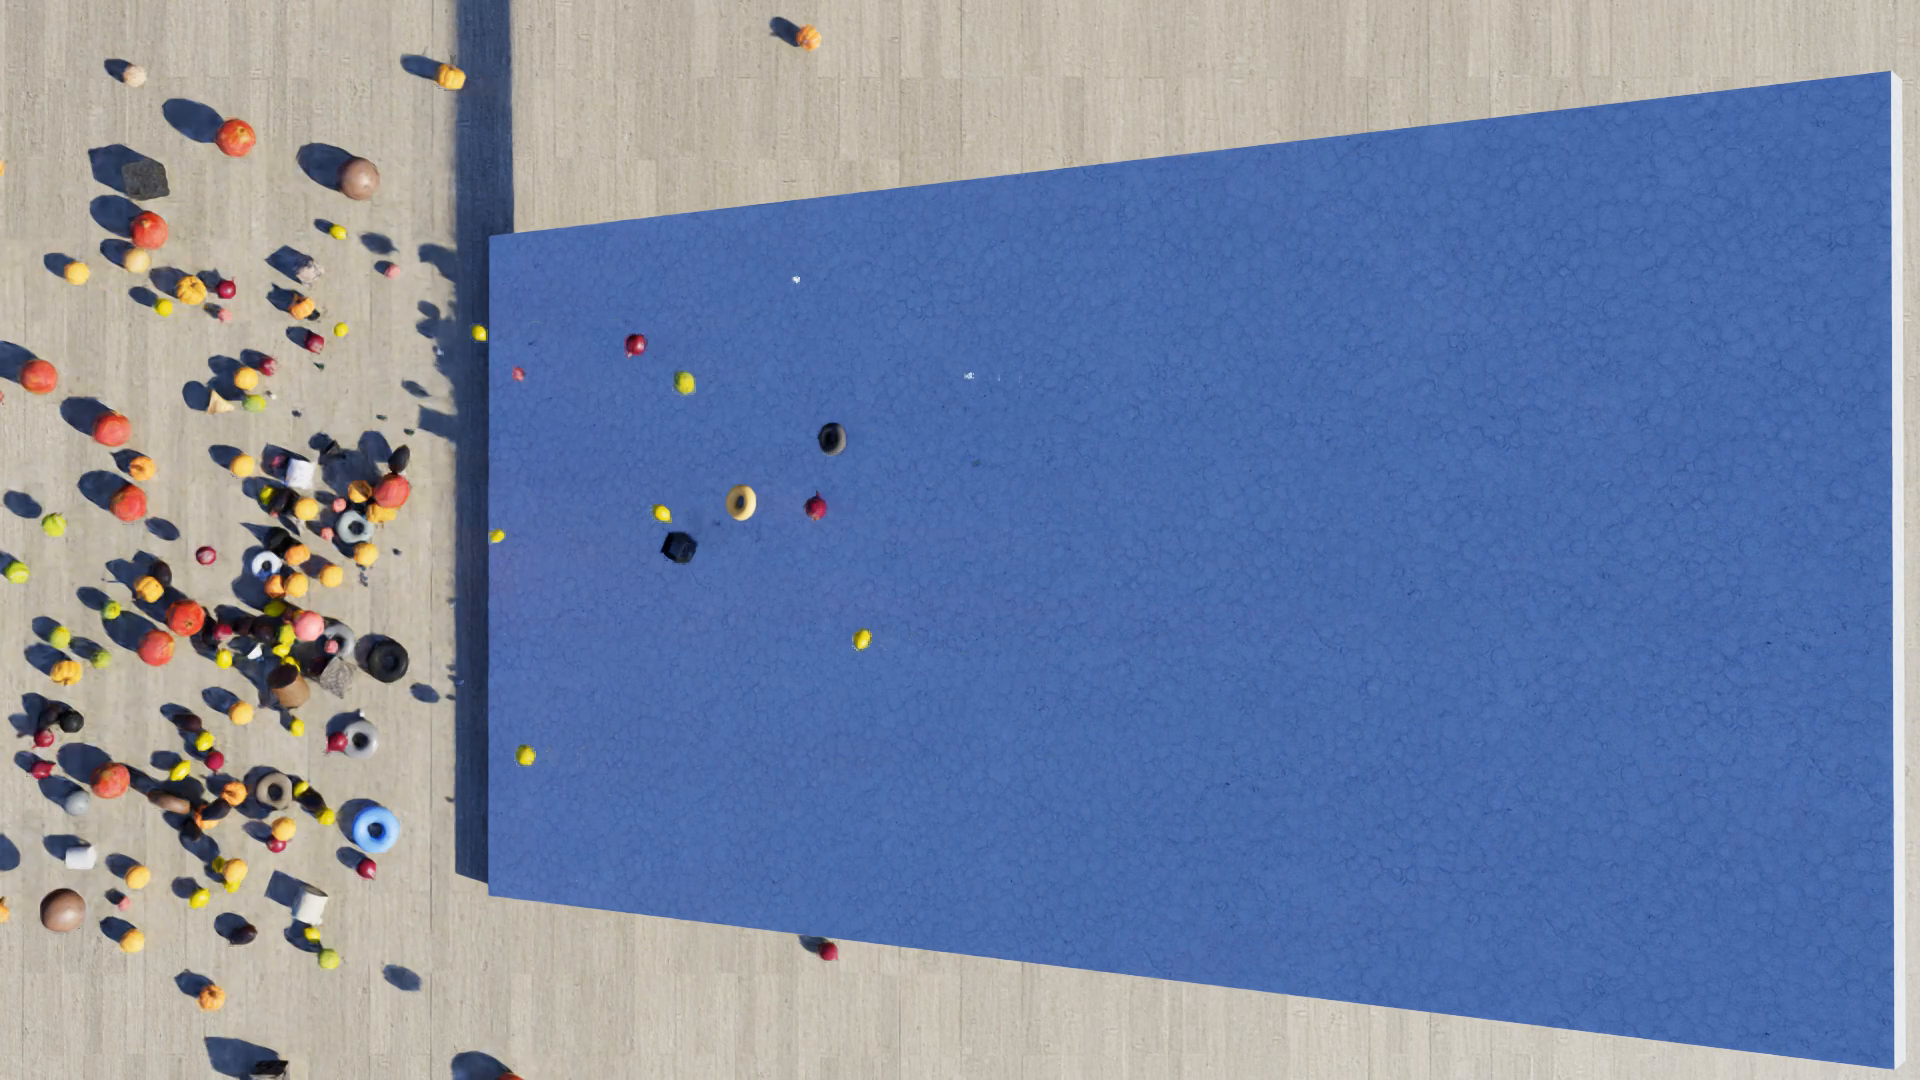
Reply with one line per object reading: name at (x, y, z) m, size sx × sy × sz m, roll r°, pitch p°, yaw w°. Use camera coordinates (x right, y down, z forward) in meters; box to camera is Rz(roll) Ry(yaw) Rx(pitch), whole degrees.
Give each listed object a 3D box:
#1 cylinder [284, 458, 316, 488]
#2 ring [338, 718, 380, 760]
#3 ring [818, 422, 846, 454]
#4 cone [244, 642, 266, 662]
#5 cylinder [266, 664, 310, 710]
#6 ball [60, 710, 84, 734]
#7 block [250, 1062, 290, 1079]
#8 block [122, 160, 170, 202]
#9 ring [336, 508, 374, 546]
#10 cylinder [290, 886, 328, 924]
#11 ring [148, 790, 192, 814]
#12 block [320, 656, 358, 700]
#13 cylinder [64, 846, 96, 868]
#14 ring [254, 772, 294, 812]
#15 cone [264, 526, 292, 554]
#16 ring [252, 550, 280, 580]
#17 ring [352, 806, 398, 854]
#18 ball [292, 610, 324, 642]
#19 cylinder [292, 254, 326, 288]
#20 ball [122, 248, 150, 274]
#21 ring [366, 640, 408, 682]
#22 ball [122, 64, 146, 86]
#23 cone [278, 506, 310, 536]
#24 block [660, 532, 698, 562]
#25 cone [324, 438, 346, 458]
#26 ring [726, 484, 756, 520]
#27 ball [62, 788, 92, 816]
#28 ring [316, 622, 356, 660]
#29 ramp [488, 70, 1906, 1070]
cylinder at (-2.014, -0.203, 6.710) m, size 0.080 × 0.080 × 0.080 m, roll 12°, pitch 88°, yaw 0°
ring at (-1.838, 0.609, 6.724) m, size 0.126 × 0.042 × 0.126 m, roll 0°, pitch 91°, yaw -1°
ring at (-0.342, -0.273, 5.905) m, size 0.087 × 0.029 × 0.087 m, roll 0°, pitch 90°, yaw 33°
cone at (-2.148, 0.354, 6.733) m, size 0.062 × 0.062 × 0.062 m, roll -43°, pitch 116°, yaw 0°
cylinder at (-2.038, 0.444, 6.676) m, size 0.099 × 0.099 × 0.099 m, roll -7°, pitch 47°, yaw 8°
ball at (-2.711, 0.555, 6.710) m, size 0.070 × 0.070 × 0.070 m, roll 0°, pitch 90°, yaw 0°
block at (-2.089, 1.644, 6.665) m, size 0.092 × 0.092 × 0.092 m, roll 0°, pitch 103°, yaw -4°
block at (-2.485, -1.097, 6.710) m, size 0.097 × 0.097 × 0.097 m, roll -11°, pitch 90°, yaw 0°
ring at (-1.850, -0.040, 6.726) m, size 0.115 × 0.038 × 0.115 m, roll 0°, pitch 88°, yaw -10°
cylinder at (-1.982, 1.111, 6.698) m, size 0.086 × 0.086 × 0.086 m, roll 22°, pitch 90°, yaw 0°
ring at (-2.398, 0.795, 6.675) m, size 0.137 × 0.137 × 0.046 m, roll 20°, pitch 80°, yaw 0°
block at (-1.890, 0.418, 6.691) m, size 0.079 × 0.079 × 0.079 m, roll 26°, pitch 53°, yaw 0°
cylinder at (-2.684, 0.967, 6.709) m, size 0.066 × 0.066 × 0.066 m, roll -7°, pitch 90°, yaw 11°
ring at (-2.098, 0.769, 6.724) m, size 0.121 × 0.040 × 0.121 m, roll 0°, pitch 89°, yaw 1°
cone at (-2.094, 0.001, 6.708) m, size 0.083 × 0.083 × 0.083 m, roll 0°, pitch 90°, yaw 0°
ring at (-2.124, 0.078, 6.732) m, size 0.094 × 0.031 × 0.094 m, roll 0°, pitch 92°, yaw 5°
ring at (-1.787, 0.885, 6.719) m, size 0.145 × 0.048 × 0.145 m, roll 0°, pitch 91°, yaw 0°
ball at (-1.958, 0.258, 6.611) m, size 0.092 × 0.092 × 0.092 m, roll 0°, pitch 90°, yaw 0°
cylinder at (-1.989, -0.820, 6.714) m, size 0.073 × 0.073 × 0.073 m, roll 41°, pitch 82°, yaw 0°
ball at (-2.517, -0.854, 6.716) m, size 0.081 × 0.081 × 0.081 m, roll 0°, pitch 90°, yaw 0°
ring at (-1.750, 0.371, 6.725) m, size 0.131 × 0.044 × 0.131 m, roll 0°, pitch 91°, yaw 2°
ball at (-2.527, -1.421, 6.728) m, size 0.067 × 0.067 × 0.067 m, roll 0°, pitch 90°, yaw 0°
cone at (-2.020, -0.078, 6.730) m, size 0.092 × 0.092 × 0.092 m, roll 41°, pitch 63°, yaw 0°
block at (-0.789, 0.020, 6.189) m, size 0.063 × 0.063 × 0.063 m, roll 34°, pitch 108°, yaw 30°
cone at (-1.906, -0.268, 6.738) m, size 0.062 × 0.062 × 0.062 m, roll 37°, pitch 90°, yaw -26°
ring at (-0.606, -0.105, 6.083) m, size 0.101 × 0.034 × 0.101 m, roll -1°, pitch 88°, yaw 35°
ball at (-2.691, 0.800, 6.700) m, size 0.086 × 0.086 × 0.086 m, roll 0°, pitch 90°, yaw 0°
ring at (-1.910, 0.312, 6.727) m, size 0.122 × 0.041 × 0.122 m, roll 0°, pitch 88°, yaw 0°
ramp at (0.248, 0.068, 5.575) m, size 4.000 × 0.100 × 2.000 m, roll 0°, pitch 89°, yaw 35°
